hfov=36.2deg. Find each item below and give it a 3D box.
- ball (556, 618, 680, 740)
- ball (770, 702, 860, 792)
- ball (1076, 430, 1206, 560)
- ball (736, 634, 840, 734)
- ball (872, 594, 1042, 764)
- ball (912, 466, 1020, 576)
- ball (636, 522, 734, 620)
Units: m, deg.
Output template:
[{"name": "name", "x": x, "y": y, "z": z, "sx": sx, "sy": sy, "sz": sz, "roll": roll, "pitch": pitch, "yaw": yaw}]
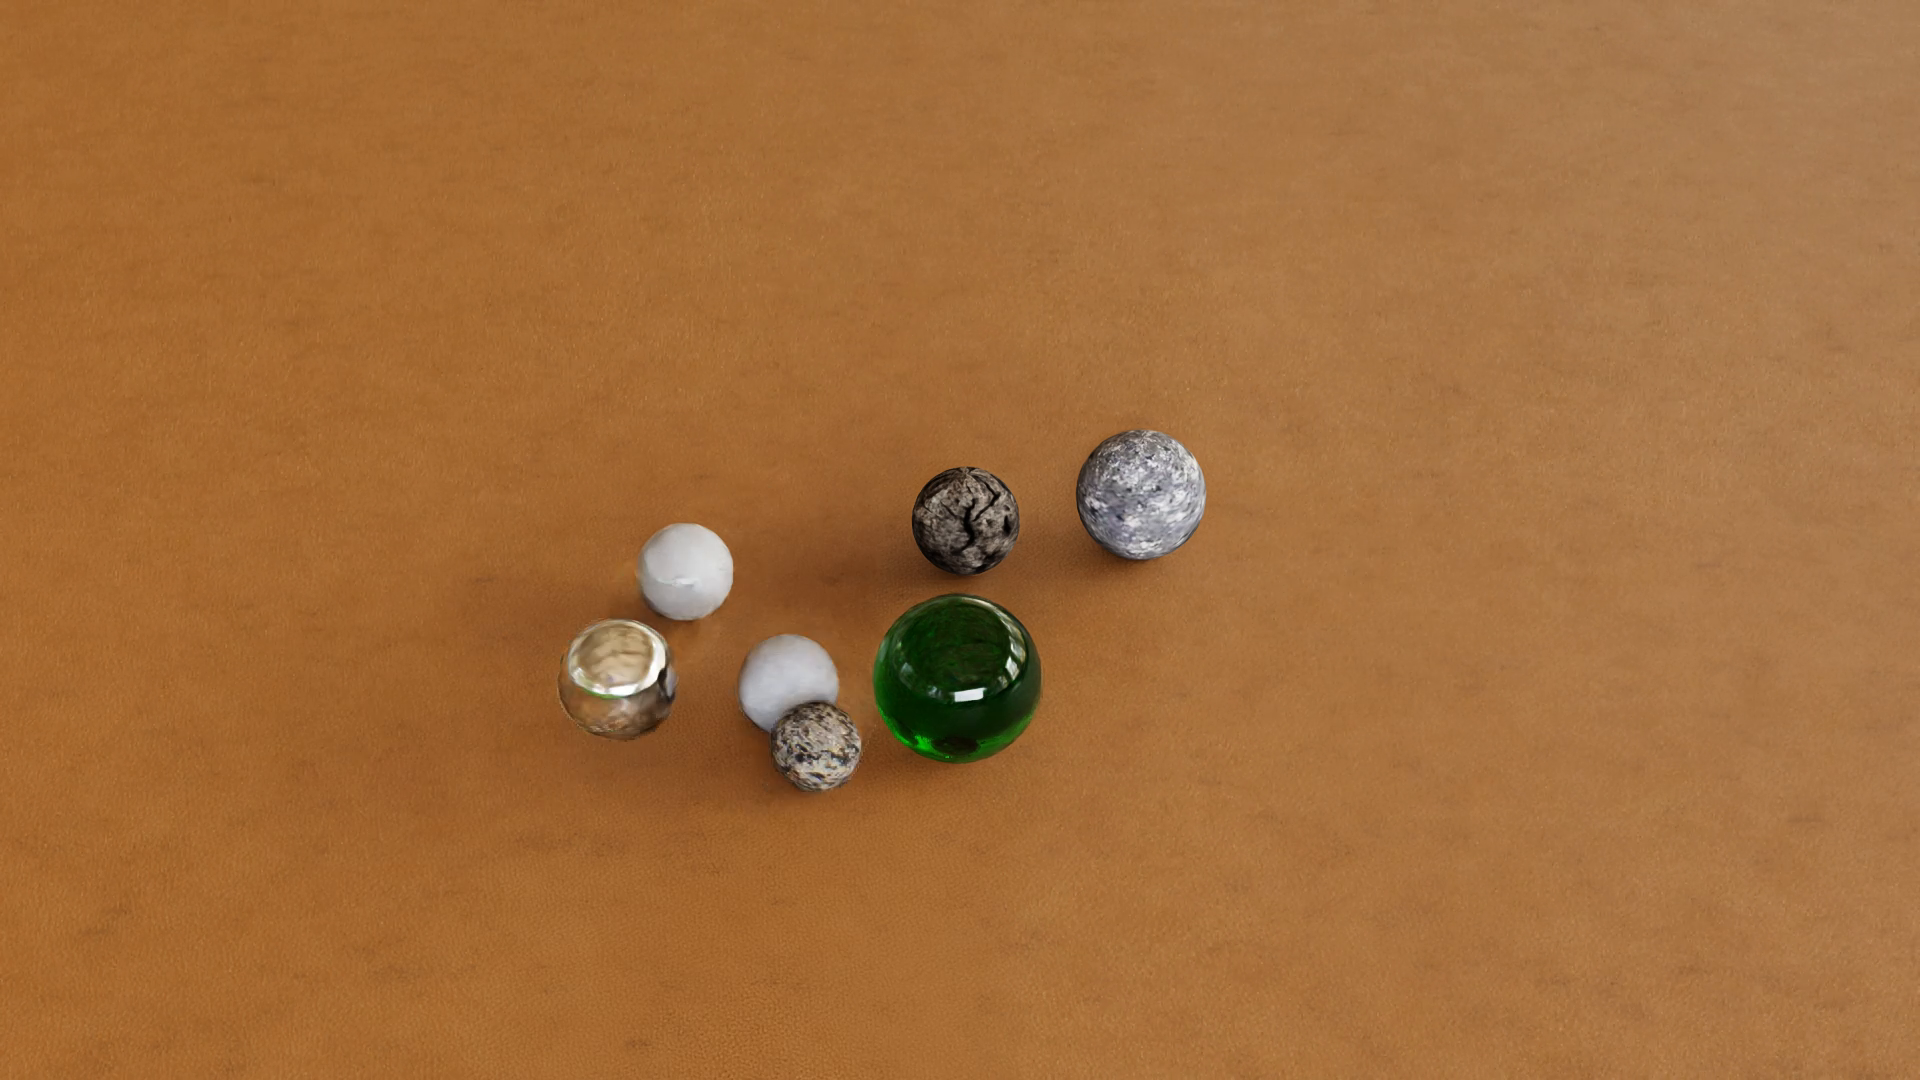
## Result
[{"name": "ball", "x": -0.166, "y": 0.068, "z": 1.431, "sx": 0.059, "sy": 0.059, "sz": 0.059, "roll": 0, "pitch": 31, "yaw": 0}, {"name": "ball", "x": -0.070, "y": 0.100, "z": 1.422, "sx": 0.043, "sy": 0.043, "sz": 0.043, "roll": 0, "pitch": 31, "yaw": 0}, {"name": "ball", "x": 0.098, "y": -0.025, "z": 1.599, "sx": 0.071, "sy": 0.071, "sz": 0.071, "roll": 0, "pitch": 31, "yaw": 0}, {"name": "ball", "x": -0.085, "y": 0.072, "z": 1.461, "sx": 0.051, "sy": 0.051, "sz": 0.051, "roll": 0, "pitch": 31, "yaw": 0}, {"name": "ball", "x": -0.001, "y": 0.068, "z": 1.437, "sx": 0.083, "sy": 0.083, "sz": 0.083, "roll": 0, "pitch": 31, "yaw": 0}, {"name": "ball", "x": 0.003, "y": -0.010, "z": 1.588, "sx": 0.059, "sy": 0.059, "sz": 0.059, "roll": 0, "pitch": 31, "yaw": 0}, {"name": "ball", "x": -0.145, "y": 0.017, "z": 1.550, "sx": 0.052, "sy": 0.052, "sz": 0.052, "roll": 0, "pitch": 31, "yaw": 0}]
